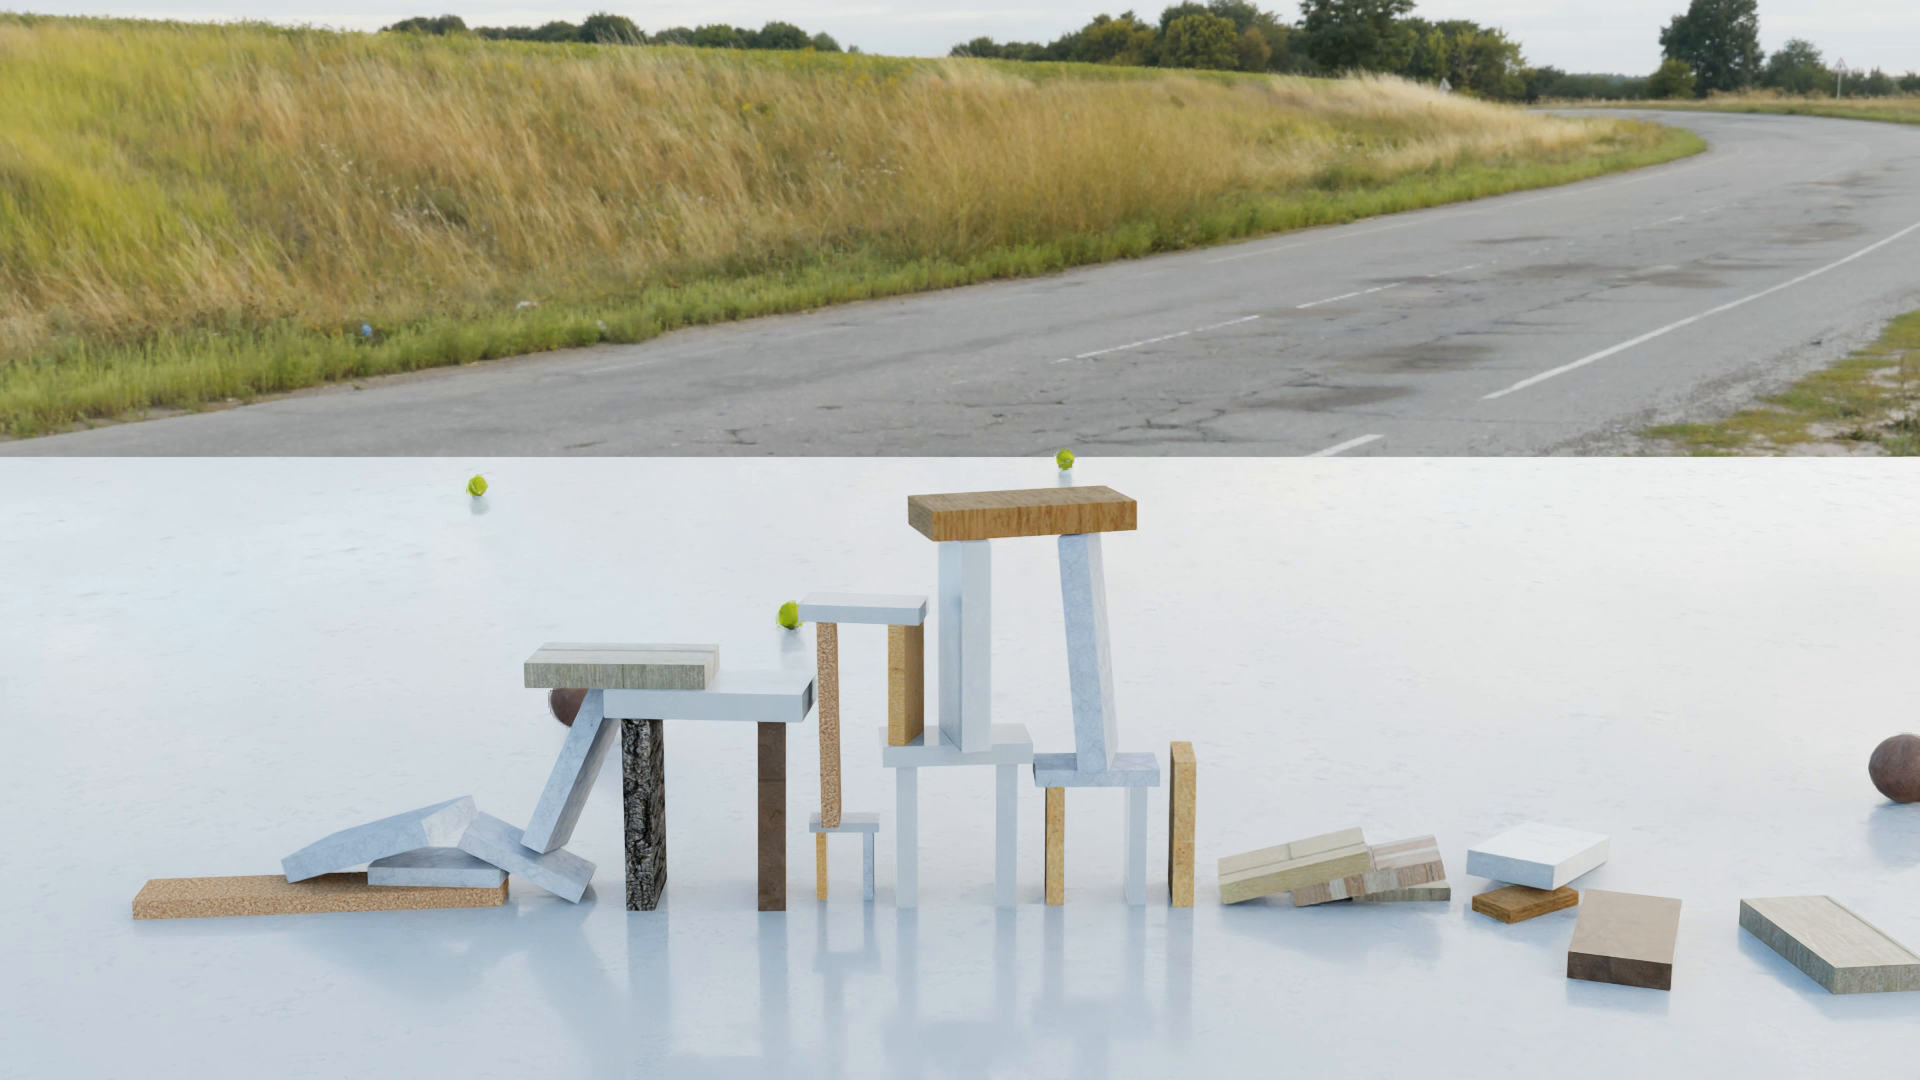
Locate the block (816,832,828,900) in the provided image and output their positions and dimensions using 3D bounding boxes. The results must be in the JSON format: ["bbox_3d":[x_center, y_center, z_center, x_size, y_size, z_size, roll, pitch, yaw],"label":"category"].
[{"bbox_3d":[-0.229,0.533,3.660,0.016,0.115,0.058,0,11,0],"label":"block"}]

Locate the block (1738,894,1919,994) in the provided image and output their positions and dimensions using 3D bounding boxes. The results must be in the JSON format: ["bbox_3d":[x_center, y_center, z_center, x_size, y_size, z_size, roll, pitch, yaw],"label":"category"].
[{"bbox_3d":[1.342,0.621,3.389,0.149,0.042,0.298,-1,11,-7],"label":"block"}]

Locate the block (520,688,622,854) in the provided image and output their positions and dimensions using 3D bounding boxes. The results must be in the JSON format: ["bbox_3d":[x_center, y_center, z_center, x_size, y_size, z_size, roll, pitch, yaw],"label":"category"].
[{"bbox_3d":[-0.637,0.375,3.679,0.042,0.293,0.147,24,0,6],"label":"block"}]

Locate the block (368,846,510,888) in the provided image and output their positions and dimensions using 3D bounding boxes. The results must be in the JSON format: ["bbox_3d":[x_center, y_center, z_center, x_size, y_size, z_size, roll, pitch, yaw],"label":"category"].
[{"bbox_3d":[-0.861,0.544,3.663,0.219,0.031,0.109,1,11,4],"label":"block"}]

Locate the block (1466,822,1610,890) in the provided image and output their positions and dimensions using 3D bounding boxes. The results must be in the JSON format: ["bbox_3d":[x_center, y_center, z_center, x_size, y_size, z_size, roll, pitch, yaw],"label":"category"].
[{"bbox_3d":[0.990,0.537,3.754,0.149,0.042,0.298,7,7,33],"label":"block"}]

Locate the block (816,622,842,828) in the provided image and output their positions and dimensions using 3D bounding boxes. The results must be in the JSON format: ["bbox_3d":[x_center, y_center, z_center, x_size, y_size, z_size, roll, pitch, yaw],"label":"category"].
[{"bbox_3d":[-0.215,0.292,3.609,0.028,0.345,0.099,-1,11,0],"label":"block"}]

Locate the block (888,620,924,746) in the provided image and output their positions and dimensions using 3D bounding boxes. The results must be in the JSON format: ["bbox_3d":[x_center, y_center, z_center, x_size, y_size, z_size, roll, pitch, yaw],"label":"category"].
[{"bbox_3d":[-0.087,0.225,3.568,0.028,0.198,0.099,3,11,17],"label":"block"}]

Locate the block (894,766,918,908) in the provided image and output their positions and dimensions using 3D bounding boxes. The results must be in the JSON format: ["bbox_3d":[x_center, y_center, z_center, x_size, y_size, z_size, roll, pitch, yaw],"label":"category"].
[{"bbox_3d":[-0.090,0.472,3.638,0.035,0.244,0.122,-1,11,-4],"label":"block"}]

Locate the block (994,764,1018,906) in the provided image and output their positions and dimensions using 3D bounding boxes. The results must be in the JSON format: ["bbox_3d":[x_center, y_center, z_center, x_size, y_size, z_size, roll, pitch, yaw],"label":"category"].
[{"bbox_3d":[0.076,0.470,3.645,0.035,0.244,0.122,0,11,0],"label":"block"}]

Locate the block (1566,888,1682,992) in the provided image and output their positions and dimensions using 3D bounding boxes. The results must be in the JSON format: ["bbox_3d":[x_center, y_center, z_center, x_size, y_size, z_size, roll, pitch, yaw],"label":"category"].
[{"bbox_3d":[1.034,0.616,3.411,0.149,0.042,0.298,4,11,20],"label":"block"}]

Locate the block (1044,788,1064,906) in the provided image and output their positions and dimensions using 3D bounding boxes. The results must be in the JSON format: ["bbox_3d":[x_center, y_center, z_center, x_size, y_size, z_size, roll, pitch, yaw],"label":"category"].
[{"bbox_3d":[0.157,0.492,3.644,0.029,0.203,0.101,0,11,0],"label":"block"}]

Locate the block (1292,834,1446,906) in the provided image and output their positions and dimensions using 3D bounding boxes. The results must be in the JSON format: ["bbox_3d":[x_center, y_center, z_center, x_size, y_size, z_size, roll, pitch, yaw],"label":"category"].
[{"bbox_3d":[0.672,0.547,3.644,0.247,0.035,0.123,-12,11,9],"label":"block"}]

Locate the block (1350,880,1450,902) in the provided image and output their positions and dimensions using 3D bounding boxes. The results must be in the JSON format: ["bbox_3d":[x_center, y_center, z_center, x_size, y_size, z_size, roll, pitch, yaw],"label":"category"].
[{"bbox_3d":[0.728,0.578,3.669,0.163,0.023,0.081,0,11,-2],"label":"block"}]

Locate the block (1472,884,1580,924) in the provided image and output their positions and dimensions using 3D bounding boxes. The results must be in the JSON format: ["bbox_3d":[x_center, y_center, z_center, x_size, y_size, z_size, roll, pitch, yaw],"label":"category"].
[{"bbox_3d":[0.927,0.591,3.602,0.163,0.023,0.081,-7,13,-33],"label":"block"}]

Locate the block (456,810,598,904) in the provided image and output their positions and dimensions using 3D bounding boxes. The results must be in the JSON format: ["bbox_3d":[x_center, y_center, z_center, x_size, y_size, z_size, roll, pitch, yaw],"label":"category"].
[{"bbox_3d":[-0.719,0.527,3.662,0.219,0.031,0.109,26,11,-4],"label":"block"}]

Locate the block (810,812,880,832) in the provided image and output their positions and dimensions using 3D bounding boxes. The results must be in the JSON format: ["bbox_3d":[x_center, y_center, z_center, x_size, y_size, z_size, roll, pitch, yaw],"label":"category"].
[{"bbox_3d":[-0.191,0.468,3.648,0.115,0.016,0.058,0,11,0],"label":"block"}]

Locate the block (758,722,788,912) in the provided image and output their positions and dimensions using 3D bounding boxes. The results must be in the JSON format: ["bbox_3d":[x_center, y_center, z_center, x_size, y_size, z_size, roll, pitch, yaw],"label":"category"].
[{"bbox_3d":[-0.308,0.432,3.636,0.046,0.322,0.161,0,10,-3],"label":"block"}]

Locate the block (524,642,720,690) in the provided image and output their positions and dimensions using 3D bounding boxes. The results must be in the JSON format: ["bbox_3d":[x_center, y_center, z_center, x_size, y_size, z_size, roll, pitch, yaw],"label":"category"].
[{"bbox_3d":[-0.552,0.206,3.608,0.293,0.042,0.147,0,11,3],"label":"block"}]

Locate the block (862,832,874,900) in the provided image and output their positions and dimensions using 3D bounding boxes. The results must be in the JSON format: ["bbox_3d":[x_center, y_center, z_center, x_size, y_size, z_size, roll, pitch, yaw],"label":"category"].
[{"bbox_3d":[-0.152,0.533,3.660,0.016,0.115,0.058,0,11,0],"label":"block"}]

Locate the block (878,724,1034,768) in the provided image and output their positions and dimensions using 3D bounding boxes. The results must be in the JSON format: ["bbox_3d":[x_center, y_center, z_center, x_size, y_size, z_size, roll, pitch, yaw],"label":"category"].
[{"bbox_3d":[-0.009,0.336,3.605,0.244,0.035,0.122,-1,11,-5],"label":"block"}]

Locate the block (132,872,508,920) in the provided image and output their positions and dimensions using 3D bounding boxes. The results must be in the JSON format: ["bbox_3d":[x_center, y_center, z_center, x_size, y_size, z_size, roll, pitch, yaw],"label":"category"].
[{"bbox_3d":[-1.048,0.582,3.628,0.587,0.031,0.109,-1,11,-6],"label":"block"}]

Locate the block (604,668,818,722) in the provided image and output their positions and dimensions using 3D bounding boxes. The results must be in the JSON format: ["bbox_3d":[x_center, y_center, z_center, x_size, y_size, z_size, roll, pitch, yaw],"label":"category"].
[{"bbox_3d":[-0.404,0.252,3.598,0.322,0.046,0.161,1,11,6],"label":"block"}]

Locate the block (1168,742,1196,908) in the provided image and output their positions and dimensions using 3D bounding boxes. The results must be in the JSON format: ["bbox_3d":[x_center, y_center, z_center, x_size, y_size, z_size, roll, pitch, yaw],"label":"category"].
[{"bbox_3d":[0.368,0.469,3.643,0.035,0.247,0.123,0,11,2],"label":"block"}]

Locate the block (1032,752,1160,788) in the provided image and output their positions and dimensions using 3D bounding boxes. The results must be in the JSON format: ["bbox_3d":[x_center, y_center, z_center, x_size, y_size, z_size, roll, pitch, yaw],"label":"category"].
[{"bbox_3d":[0.223,0.378,3.622,0.202,0.029,0.101,0,11,-1],"label":"block"}]

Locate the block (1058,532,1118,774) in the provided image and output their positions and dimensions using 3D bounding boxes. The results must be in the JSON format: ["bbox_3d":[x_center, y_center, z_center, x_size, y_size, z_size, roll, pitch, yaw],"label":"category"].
[{"bbox_3d":[0.210,0.172,3.589,0.048,0.386,0.169,-4,10,11],"label":"block"}]

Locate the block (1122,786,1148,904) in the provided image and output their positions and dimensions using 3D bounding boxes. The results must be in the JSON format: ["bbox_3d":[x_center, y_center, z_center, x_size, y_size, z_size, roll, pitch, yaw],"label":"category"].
[{"bbox_3d":[0.290,0.491,3.647,0.029,0.202,0.101,0,11,-1],"label":"block"}]

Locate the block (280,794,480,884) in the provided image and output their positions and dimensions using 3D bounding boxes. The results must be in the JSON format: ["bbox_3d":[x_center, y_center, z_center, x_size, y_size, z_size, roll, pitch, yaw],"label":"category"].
[{"bbox_3d":[-0.959,0.494,3.637,0.293,0.042,0.147,-17,4,22],"label":"block"}]

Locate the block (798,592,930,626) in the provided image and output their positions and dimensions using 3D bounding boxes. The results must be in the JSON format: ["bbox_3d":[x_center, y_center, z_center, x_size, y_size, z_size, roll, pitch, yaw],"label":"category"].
[{"bbox_3d":[-0.155,0.111,3.562,0.198,0.028,0.099,2,11,8],"label":"block"}]

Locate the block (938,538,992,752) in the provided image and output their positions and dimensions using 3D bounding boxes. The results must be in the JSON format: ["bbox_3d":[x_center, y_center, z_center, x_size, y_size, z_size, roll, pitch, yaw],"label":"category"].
[{"bbox_3d":[0.007,0.156,3.552,0.048,0.338,0.169,-3,11,-13],"label":"block"}]

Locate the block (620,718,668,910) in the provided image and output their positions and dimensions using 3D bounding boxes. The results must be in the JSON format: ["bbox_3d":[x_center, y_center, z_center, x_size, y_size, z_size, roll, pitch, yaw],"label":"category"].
[{"bbox_3d":[-0.522,0.432,3.637,0.046,0.322,0.161,0,11,0],"label":"block"}]

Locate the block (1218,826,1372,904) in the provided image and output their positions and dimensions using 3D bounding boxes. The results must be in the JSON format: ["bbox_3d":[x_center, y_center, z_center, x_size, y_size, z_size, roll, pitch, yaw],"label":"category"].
[{"bbox_3d":[0.552,0.539,3.644,0.247,0.035,0.123,-14,10,9],"label":"block"}]

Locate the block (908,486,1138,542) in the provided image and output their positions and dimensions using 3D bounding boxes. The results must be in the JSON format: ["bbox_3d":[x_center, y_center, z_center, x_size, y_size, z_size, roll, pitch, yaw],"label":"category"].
[{"bbox_3d":[0.099,-0.044,3.567,0.338,0.048,0.169,-3,11,-14],"label":"block"}]
